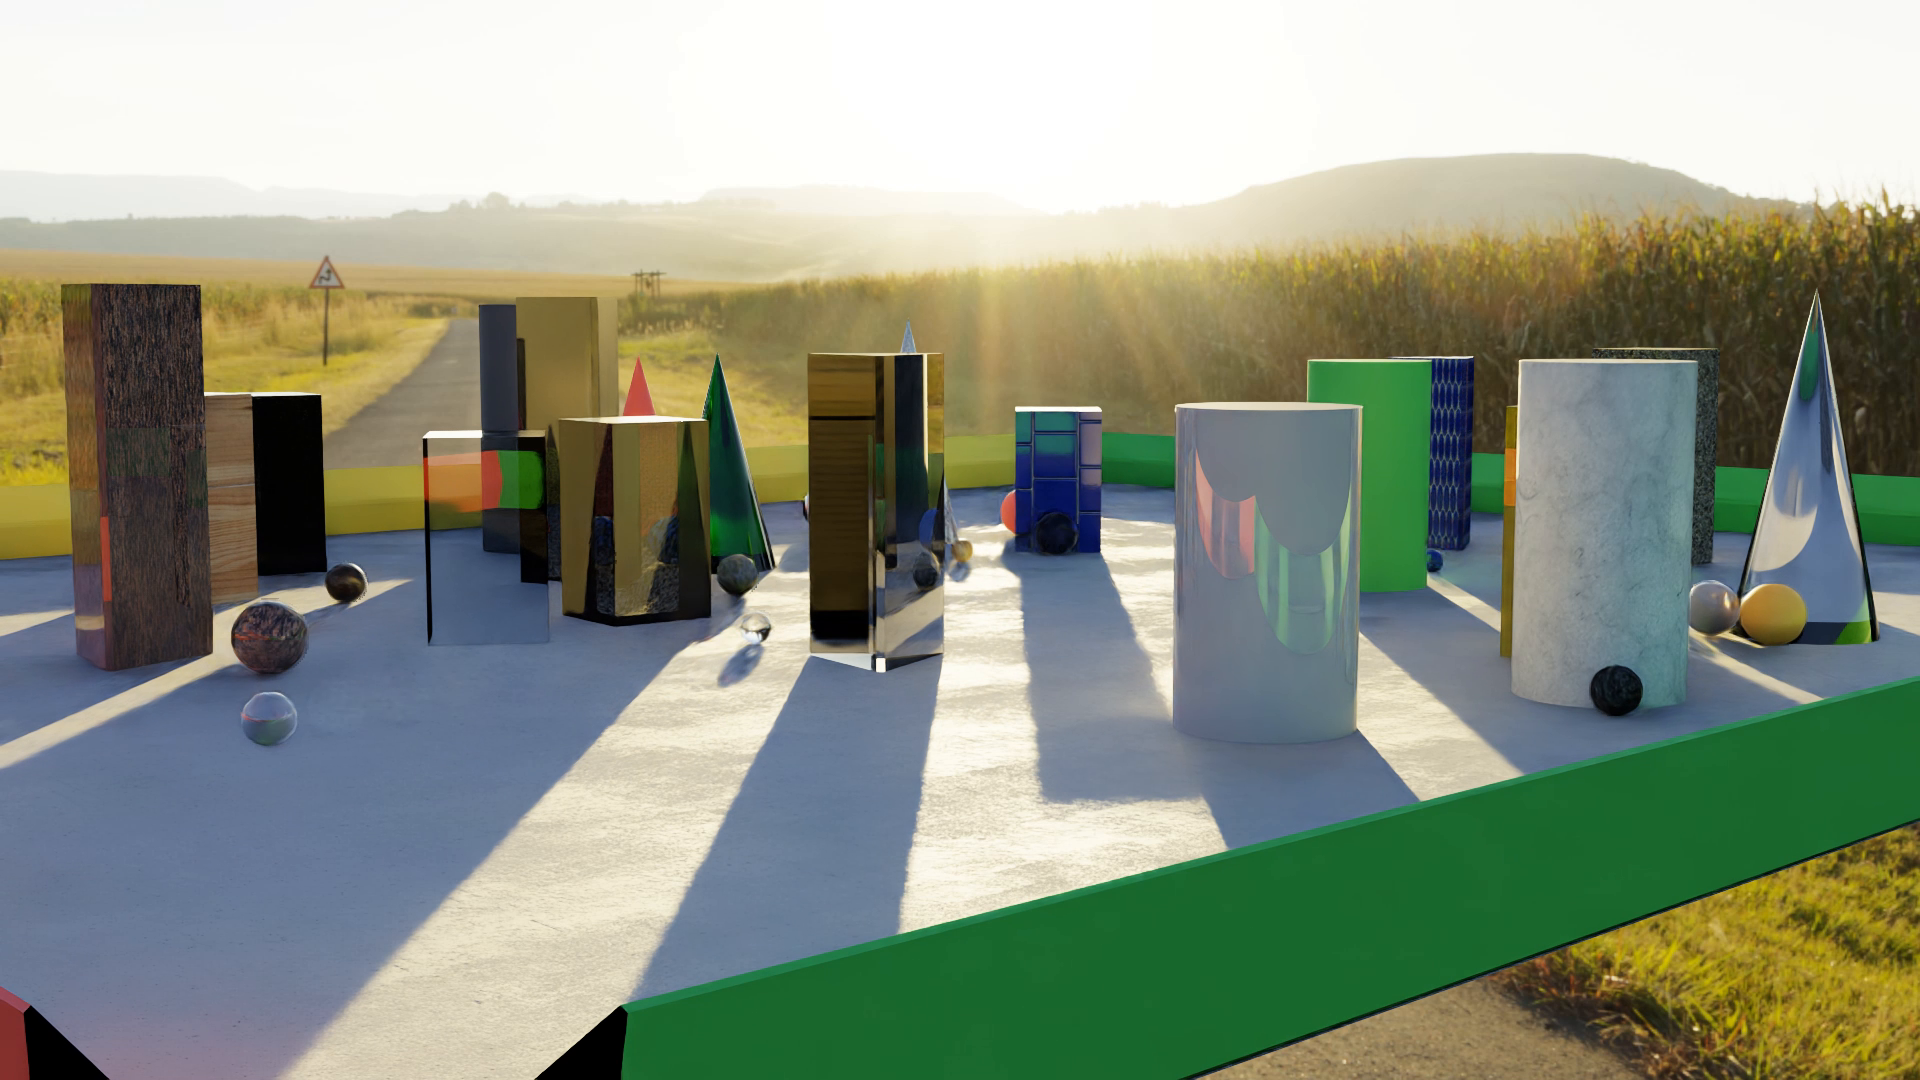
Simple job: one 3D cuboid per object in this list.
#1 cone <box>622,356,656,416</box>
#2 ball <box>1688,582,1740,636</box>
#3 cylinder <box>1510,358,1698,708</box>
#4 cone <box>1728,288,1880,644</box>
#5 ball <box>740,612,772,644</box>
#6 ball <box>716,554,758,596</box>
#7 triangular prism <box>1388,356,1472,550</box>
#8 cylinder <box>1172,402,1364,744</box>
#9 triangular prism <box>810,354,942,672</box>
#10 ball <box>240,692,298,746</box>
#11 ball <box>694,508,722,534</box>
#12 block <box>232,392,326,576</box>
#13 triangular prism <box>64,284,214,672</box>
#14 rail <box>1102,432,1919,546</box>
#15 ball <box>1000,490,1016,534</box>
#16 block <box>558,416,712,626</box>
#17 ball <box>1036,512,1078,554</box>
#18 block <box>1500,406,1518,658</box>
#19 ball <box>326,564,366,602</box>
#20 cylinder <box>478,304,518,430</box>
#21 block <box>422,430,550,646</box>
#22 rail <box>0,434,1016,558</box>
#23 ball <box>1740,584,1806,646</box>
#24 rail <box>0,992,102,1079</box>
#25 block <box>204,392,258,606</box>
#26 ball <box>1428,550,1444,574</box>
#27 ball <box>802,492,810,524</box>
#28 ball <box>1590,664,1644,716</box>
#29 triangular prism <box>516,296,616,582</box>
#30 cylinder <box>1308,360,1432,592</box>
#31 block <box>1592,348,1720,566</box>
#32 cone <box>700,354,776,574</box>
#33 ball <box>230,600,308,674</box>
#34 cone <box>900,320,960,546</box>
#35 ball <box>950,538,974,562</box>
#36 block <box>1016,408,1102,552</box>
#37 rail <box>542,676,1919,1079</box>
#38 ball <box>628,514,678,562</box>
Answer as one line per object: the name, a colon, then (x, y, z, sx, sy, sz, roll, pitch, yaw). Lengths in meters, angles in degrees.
cone: (-0.652, -0.200, 4.477, 0.197, 0.356, 0.197, 0, 6, 0)
ball: (1.030, 0.094, 3.016, 0.075, 0.075, 0.075, 0, 6, 0)
cylinder: (0.743, -0.013, 2.543, 0.197, 0.387, 0.197, 0, 6, 0)
cone: (1.163, -0.107, 3.010, 0.197, 0.476, 0.197, 0, 6, 0)
ball: (-0.273, 0.118, 2.942, 0.044, 0.044, 0.044, 0, 6, 0)
ball: (-0.350, 0.055, 3.445, 0.064, 0.064, 0.064, 0, 6, 0)
triangular prism: (0.926, -0.169, 4.179, 0.148, 0.356, 0.171, -5, 8, -42)
cylinder: (0.327, 0.029, 2.349, 0.197, 0.344, 0.197, 0, 6, 0)
triangular prism: (-0.084, -0.042, 2.809, 0.148, 0.389, 0.171, -4, 7, -34)
ball: (-0.708, 0.183, 2.254, 0.056, 0.056, 0.056, 0, 6, 0)
ball: (-0.502, -0.037, 4.373, 0.054, 0.054, 0.054, 0, 6, 0)
block: (-1.192, -0.099, 3.767, 0.158, 0.302, 0.158, -4, 7, -33)
triangular prism: (-1.037, -0.086, 2.807, 0.148, 0.477, 0.171, -4, 7, -33)
rail: (1.378, -0.099, 4.596, 0.045, 0.128, 3.232, -5, 8, -42)
ball: (0.126, -0.055, 4.358, 0.093, 0.093, 0.093, 0, 6, 0)
block: (-0.473, -0.032, 3.197, 0.158, 0.287, 0.158, -5, 8, -38)
ball: (0.176, -0.012, 4.014, 0.078, 0.078, 0.078, 0, 6, 0)
block: (0.809, -0.011, 2.826, 0.158, 0.323, 0.158, 6, 8, 43)
ball: (-0.938, 0.066, 3.359, 0.061, 0.061, 0.061, 0, 6, 0)
cylinder: (-0.804, -0.216, 4.157, 0.197, 0.455, 0.197, 0, 6, 0)
block: (-0.644, -0.006, 3.001, 0.158, 0.277, 0.158, -1, 6, -10)
rail: (-1.080, -0.088, 4.496, 3.797, 0.128, 0.045, -5, 8, -42)
ball: (1.082, 0.099, 2.926, 0.084, 0.084, 0.084, 0, 6, 0)
rail: (-1.378, 0.165, 2.067, 0.045, 0.128, 3.232, -5, 8, -42)
block: (-1.196, -0.064, 3.365, 0.158, 0.317, 0.158, 3, 7, 29)
ball: (0.802, 0.036, 3.737, 0.041, 0.041, 0.041, 0, 6, 0)
ball: (-0.274, -0.065, 4.463, 0.091, 0.091, 0.091, 0, 6, 0)
ball: (0.724, 0.166, 2.423, 0.056, 0.056, 0.056, 0, 6, 0)
triangular prism: (-0.621, -0.170, 3.667, 0.171, 0.466, 0.148, 4, 7, 32)
cylinder: (0.661, -0.109, 3.568, 0.197, 0.364, 0.197, 0, 6, 0)
block: (1.220, -0.148, 3.877, 0.158, 0.377, 0.158, -6, 8, -44)
cone: (-0.417, -0.139, 3.803, 0.197, 0.375, 0.197, 0, 6, 0)
ball: (-0.848, 0.119, 2.700, 0.090, 0.090, 0.090, 0, 6, 0)
cone: (-0.099, -0.212, 4.235, 0.197, 0.430, 0.197, 0, 6, 0)
ball: (0.004, 0.019, 3.902, 0.041, 0.041, 0.041, 0, 6, 0)
block: (0.183, -0.115, 4.122, 0.158, 0.261, 0.158, 0, 6, 2)
rail: (1.080, 0.155, 2.168, 3.797, 0.128, 0.045, -5, 8, -42)
ball: (-0.547, -0.005, 3.912, 0.086, 0.086, 0.086, 0, 6, 0)
